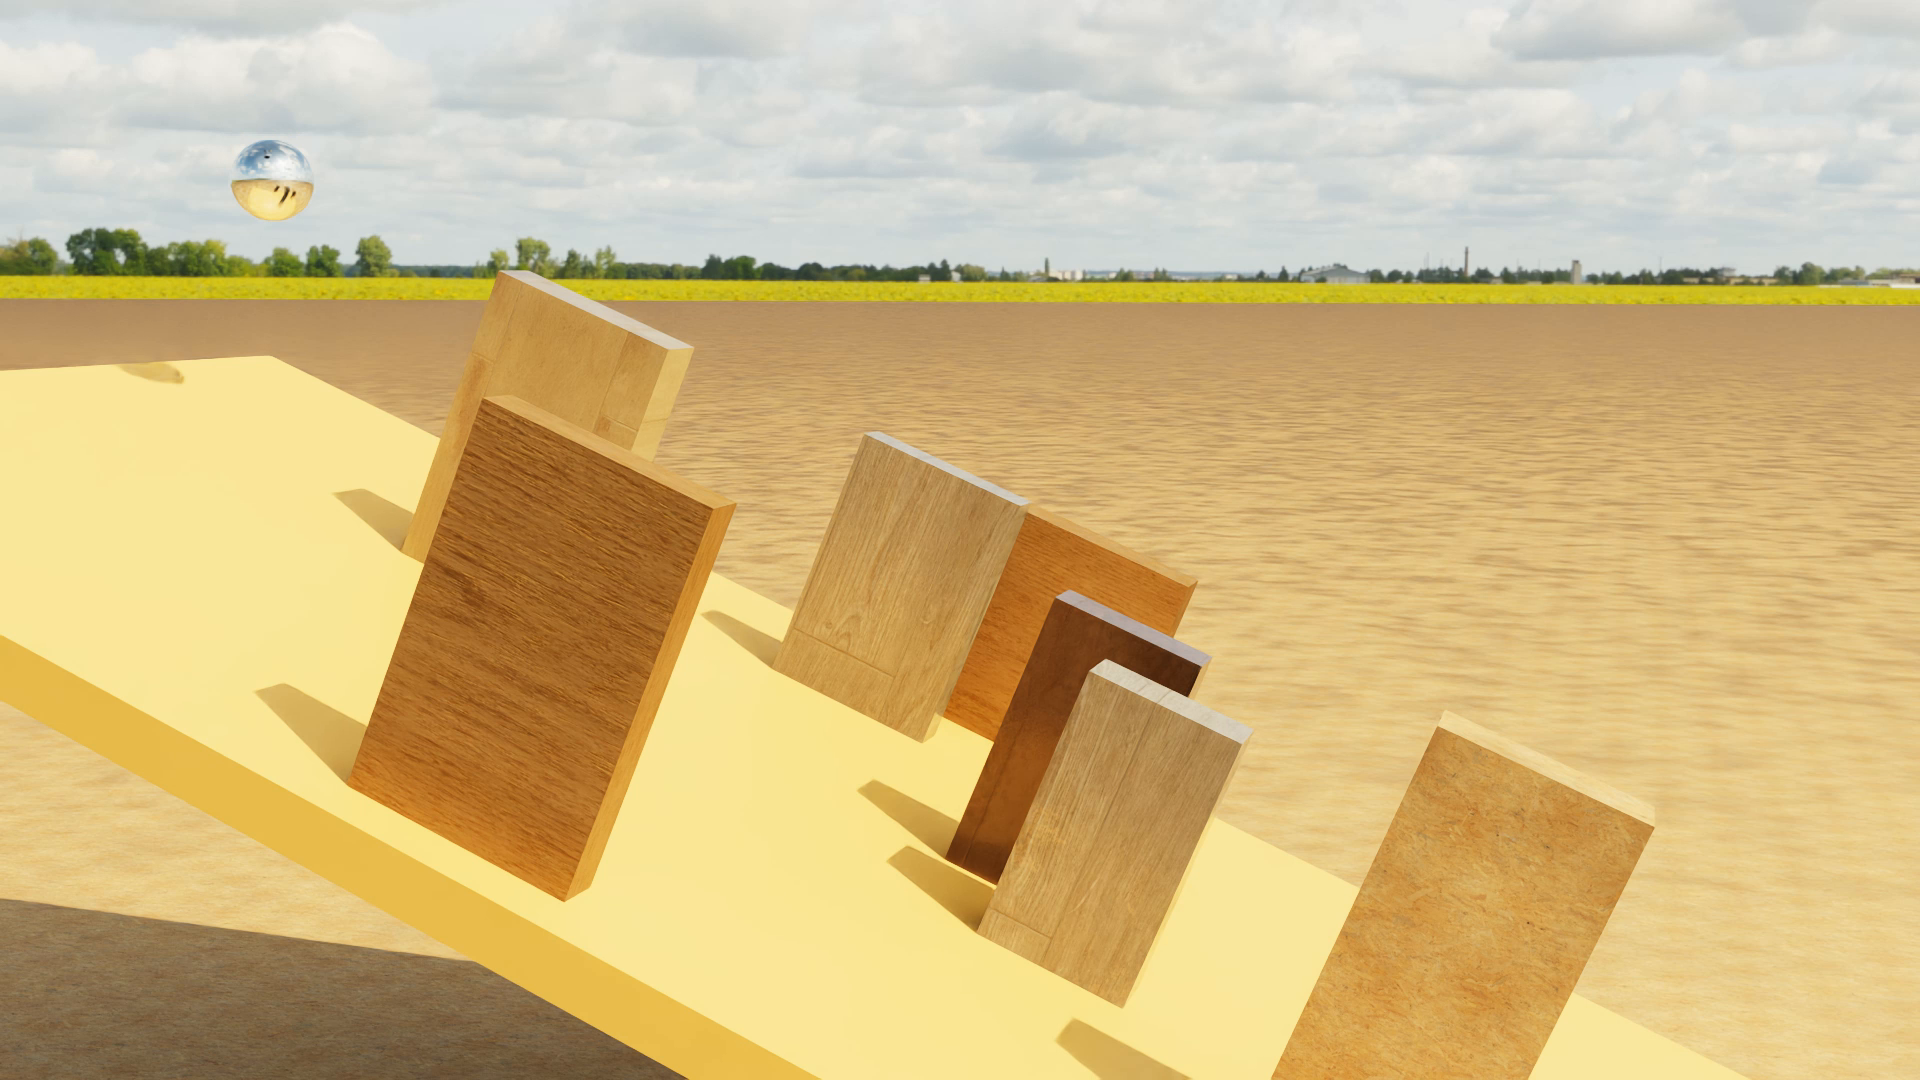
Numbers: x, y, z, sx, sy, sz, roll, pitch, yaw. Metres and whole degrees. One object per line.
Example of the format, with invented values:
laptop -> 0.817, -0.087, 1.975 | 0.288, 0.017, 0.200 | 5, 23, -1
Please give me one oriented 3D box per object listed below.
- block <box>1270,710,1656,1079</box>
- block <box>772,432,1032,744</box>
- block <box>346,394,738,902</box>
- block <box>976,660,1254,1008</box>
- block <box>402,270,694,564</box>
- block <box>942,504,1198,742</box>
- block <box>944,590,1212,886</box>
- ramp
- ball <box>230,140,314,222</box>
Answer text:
block -> 0.703, 0.677, 3.256 | 0.327, 0.776, 0.125 | 25, 13, 13
block -> -0.128, 0.100, 4.705 | 0.371, 0.559, 0.089 | 25, 13, 13
block -> -0.645, 0.164, 3.357 | 0.403, 0.661, 0.088 | 25, 13, 13
block -> 0.267, 0.506, 3.808 | 0.285, 0.516, 0.124 | 25, 13, 13
block -> -0.847, -0.181, 4.498 | 0.400, 0.628, 0.126 | 25, 13, 13
block -> 0.233, 0.238, 4.865 | 0.409, 0.505, 0.111 | 25, 13, 13
block -> 0.217, 0.405, 4.066 | 0.294, 0.547, 0.107 | 25, 13, 13
ramp -> -0.298, 0.523, 4.189 | 4.000, 0.100, 2.000 | 25, 13, 13
ball -> -1.497, -0.783, 4.788 | 0.176, 0.176, 0.176 | 0, 7, 0
